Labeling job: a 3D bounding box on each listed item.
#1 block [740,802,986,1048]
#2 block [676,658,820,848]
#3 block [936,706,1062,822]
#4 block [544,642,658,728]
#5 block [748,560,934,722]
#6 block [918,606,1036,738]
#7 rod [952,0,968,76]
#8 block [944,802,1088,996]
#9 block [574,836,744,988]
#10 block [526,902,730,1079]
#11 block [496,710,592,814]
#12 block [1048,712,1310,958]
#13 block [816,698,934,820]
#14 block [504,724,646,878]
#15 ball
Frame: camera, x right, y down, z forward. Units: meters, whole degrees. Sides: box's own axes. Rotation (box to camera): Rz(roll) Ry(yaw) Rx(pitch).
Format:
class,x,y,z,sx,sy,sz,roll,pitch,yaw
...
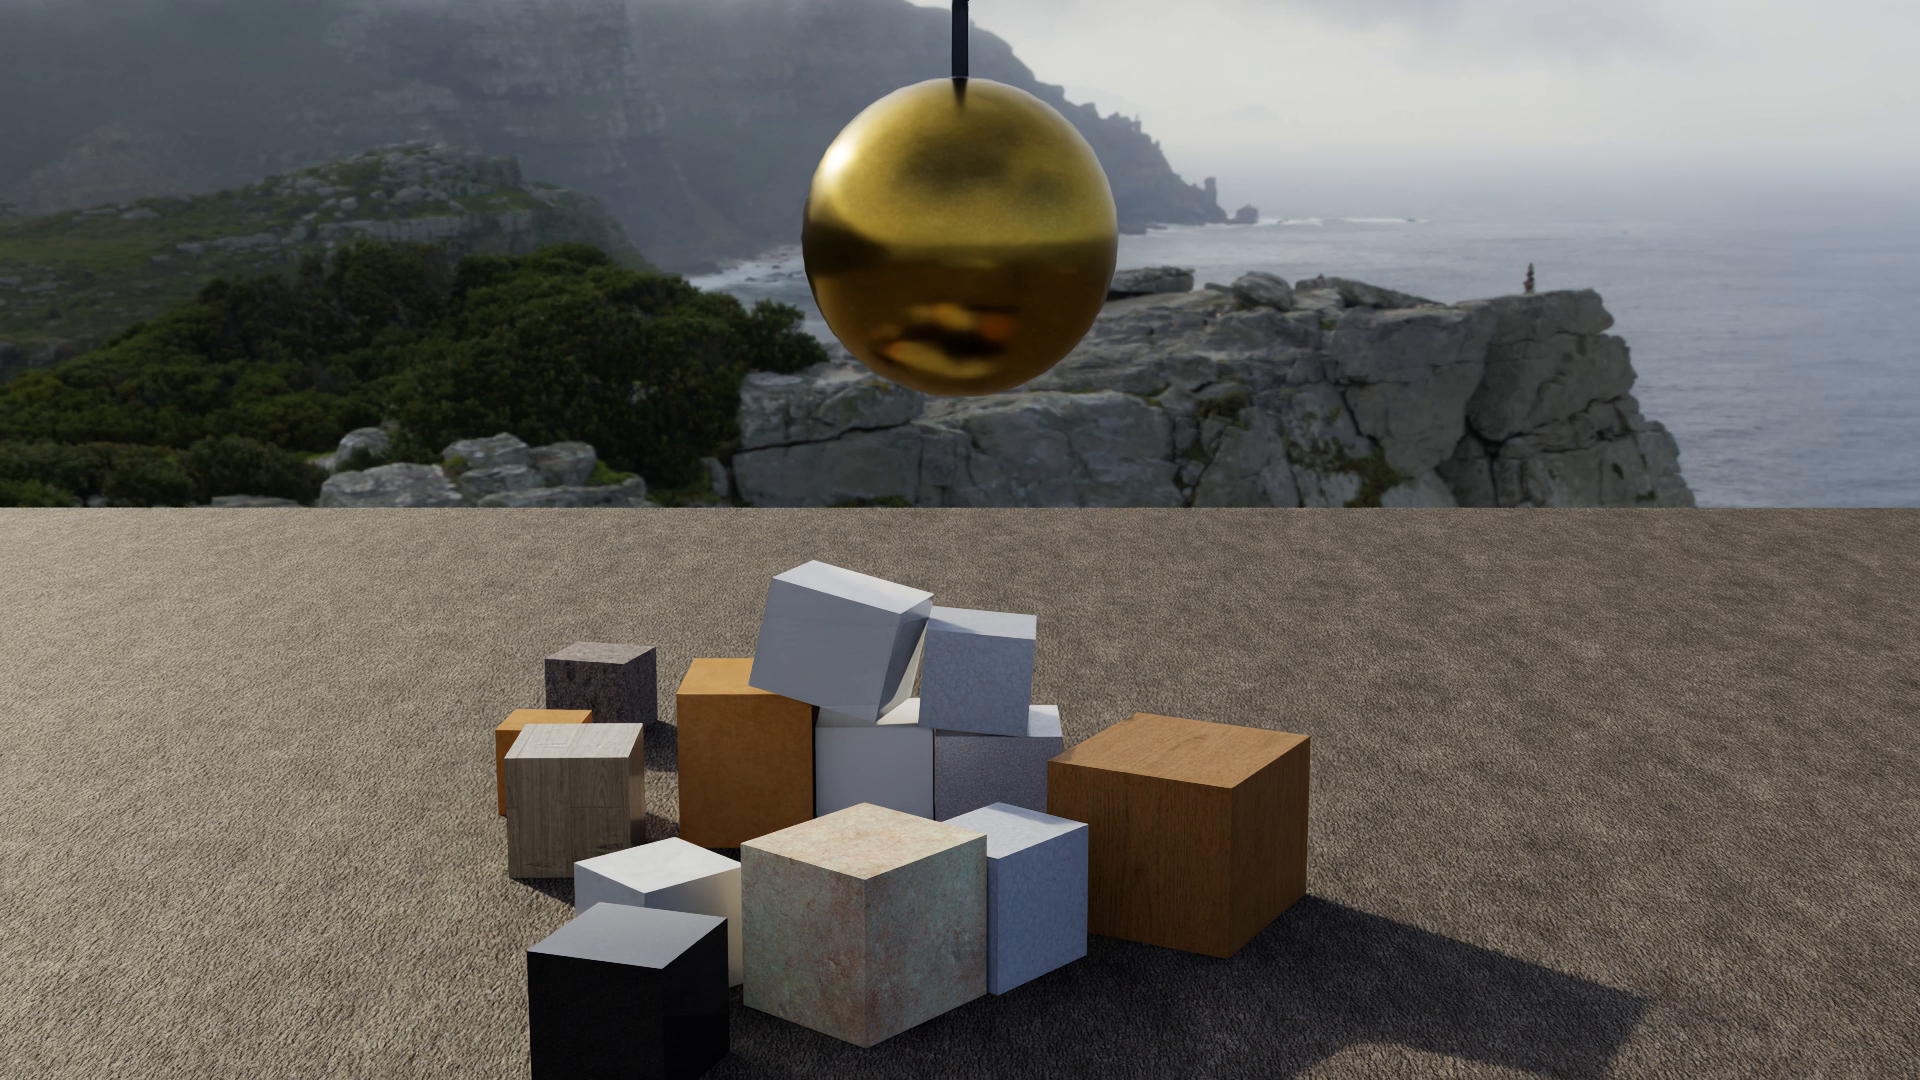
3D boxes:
class,x,y,z,sx,sy,sz,roll,pitch,yaw
block,-0.390,1.561,9.045,0.687,0.692,0.738,9,13,40
block,-1.073,1.088,11.359,0.670,0.796,0.767,0,10,0
block,0.195,1.204,11.397,0.640,0.554,0.626,0,10,0
block,-2.165,0.905,13.294,0.513,0.463,0.471,3,11,15
block,-0.585,0.495,11.003,0.665,0.554,0.671,15,10,11
block,0.094,0.667,11.264,0.548,0.505,0.561,5,10,2
rod,0.000,-4.845,10.378,0.080,5.200,0.080,0,12,0
block,0.165,1.532,9.482,0.502,0.593,0.614,9,13,40
block,-1.257,1.611,9.271,0.515,0.513,0.518,-9,14,-42
block,-1.252,1.759,8.368,0.555,0.545,0.563,3,11,19
block,-2.213,1.185,11.756,0.419,0.462,0.429,1,10,3
block,1.013,1.328,10.111,0.883,0.769,0.968,6,12,29
block,-0.432,1.182,11.403,0.593,0.594,0.593,0,10,0
block,-1.890,1.278,10.866,0.589,0.598,0.626,0,10,-2
ball,0.000,-1.520,11.086,1.600,1.600,1.600,0,10,0
